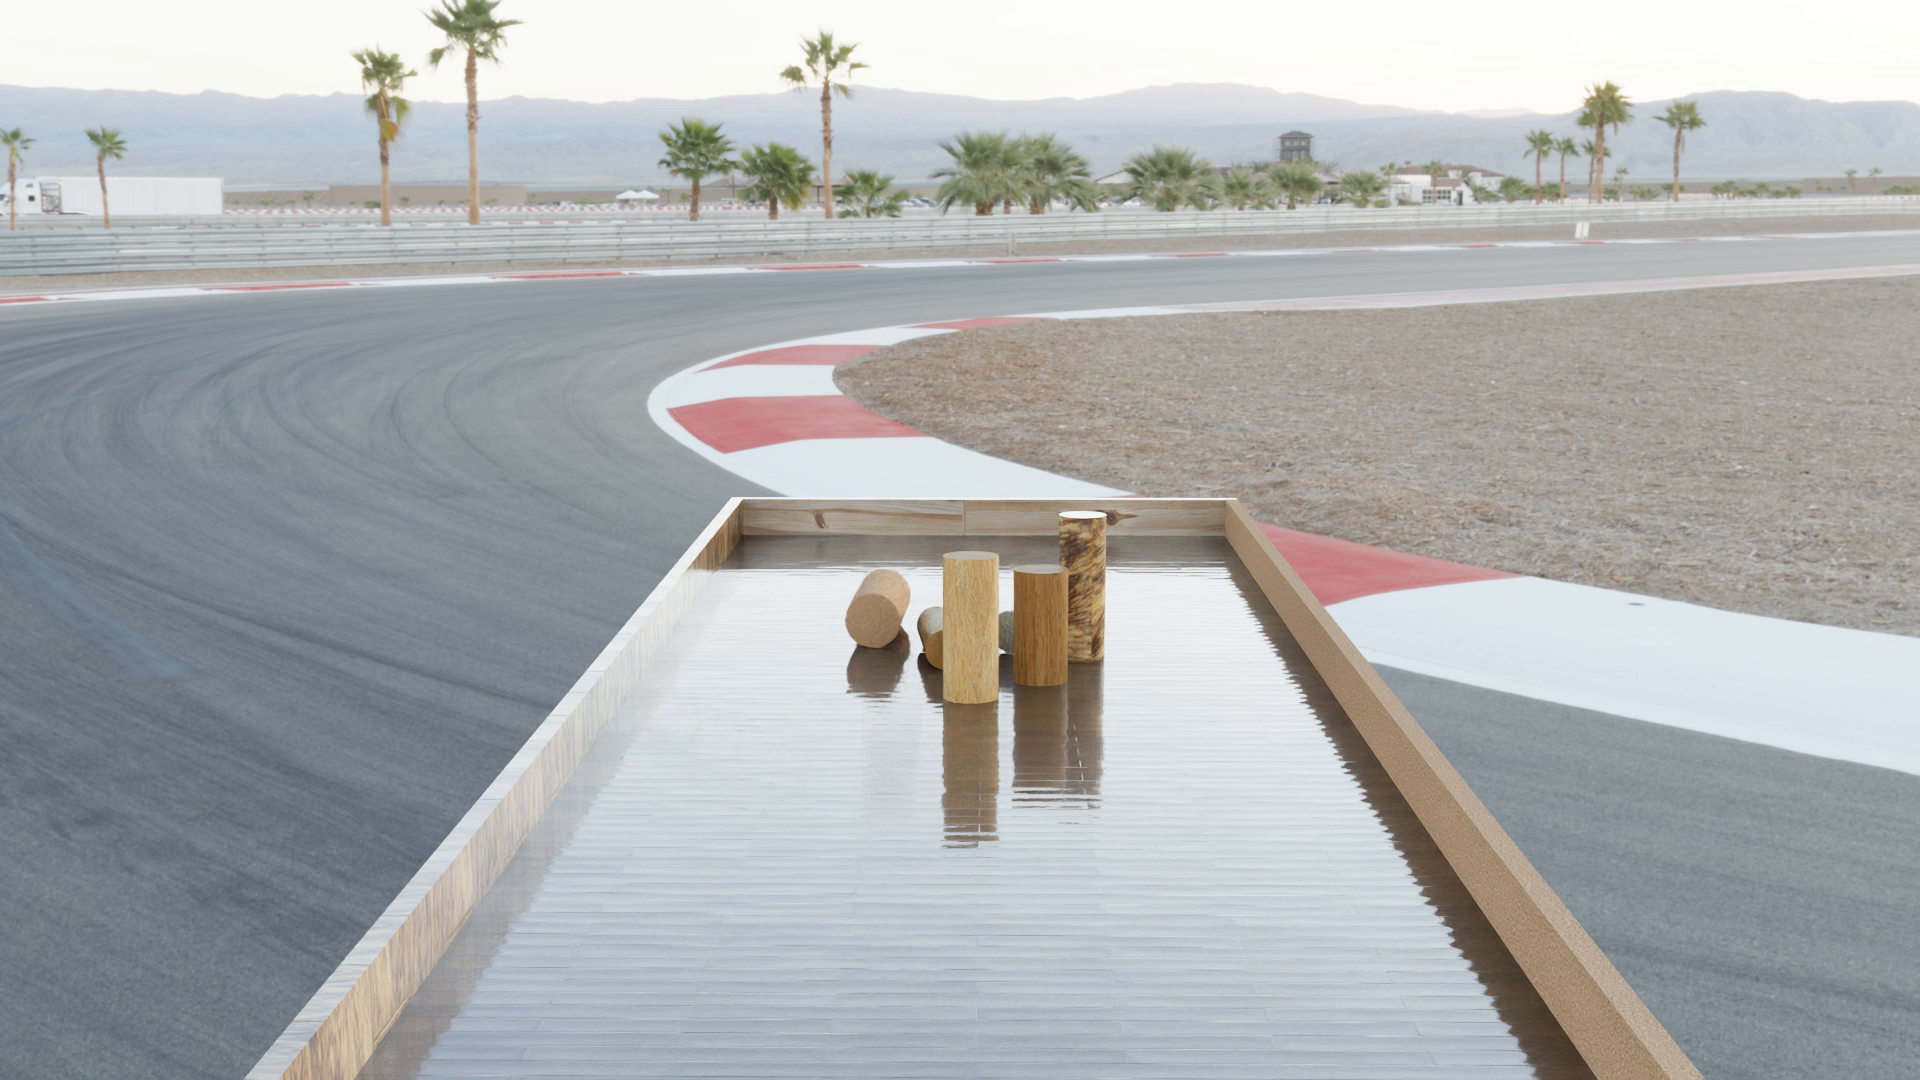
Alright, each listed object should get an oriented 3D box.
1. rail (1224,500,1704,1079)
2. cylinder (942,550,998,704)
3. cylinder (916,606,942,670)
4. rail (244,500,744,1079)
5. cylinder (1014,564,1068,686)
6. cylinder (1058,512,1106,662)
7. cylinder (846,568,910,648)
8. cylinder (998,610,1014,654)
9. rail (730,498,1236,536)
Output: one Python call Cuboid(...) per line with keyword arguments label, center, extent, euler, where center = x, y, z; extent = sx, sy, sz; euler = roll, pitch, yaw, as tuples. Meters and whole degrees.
Cuboid(label="rail", center=(1.046, 0.843, 3.208), extent=(0.050, 0.150, 12.000), euler=(0, 9, 1))
Cuboid(label="cylinder", center=(0.030, 0.244, 6.178), extent=(0.158, 0.405, 0.158), euler=(0, 9, 0))
Cuboid(label="cylinder", center=(-0.060, 0.297, 6.744), extent=(0.121, 0.121, 0.379), euler=(-1, 9, -5))
Cuboid(label="rail", center=(-1.004, 0.839, 3.234), extent=(0.050, 0.150, 12.000), euler=(0, 9, 1))
Cuboid(label="cylinder", center=(0.235, 0.246, 6.401), extent=(0.159, 0.330, 0.159), euler=(0, 9, 0))
Cuboid(label="cylinder", center=(0.372, 0.142, 6.698), extent=(0.143, 0.443, 0.143), euler=(0, 9, 0))
Cuboid(label="cylinder", center=(-0.261, 0.217, 7.087), extent=(0.173, 0.173, 0.454), euler=(0, 9, 3))
Cuboid(label="cylinder", center=(0.271, 0.263, 6.925), extent=(0.133, 0.133, 0.362), euler=(8, 12, 40))
Cuboid(label="rail", center=(0.099, -0.098, 9.147), extent=(2.100, 0.150, 0.050), euler=(0, 9, 1))
